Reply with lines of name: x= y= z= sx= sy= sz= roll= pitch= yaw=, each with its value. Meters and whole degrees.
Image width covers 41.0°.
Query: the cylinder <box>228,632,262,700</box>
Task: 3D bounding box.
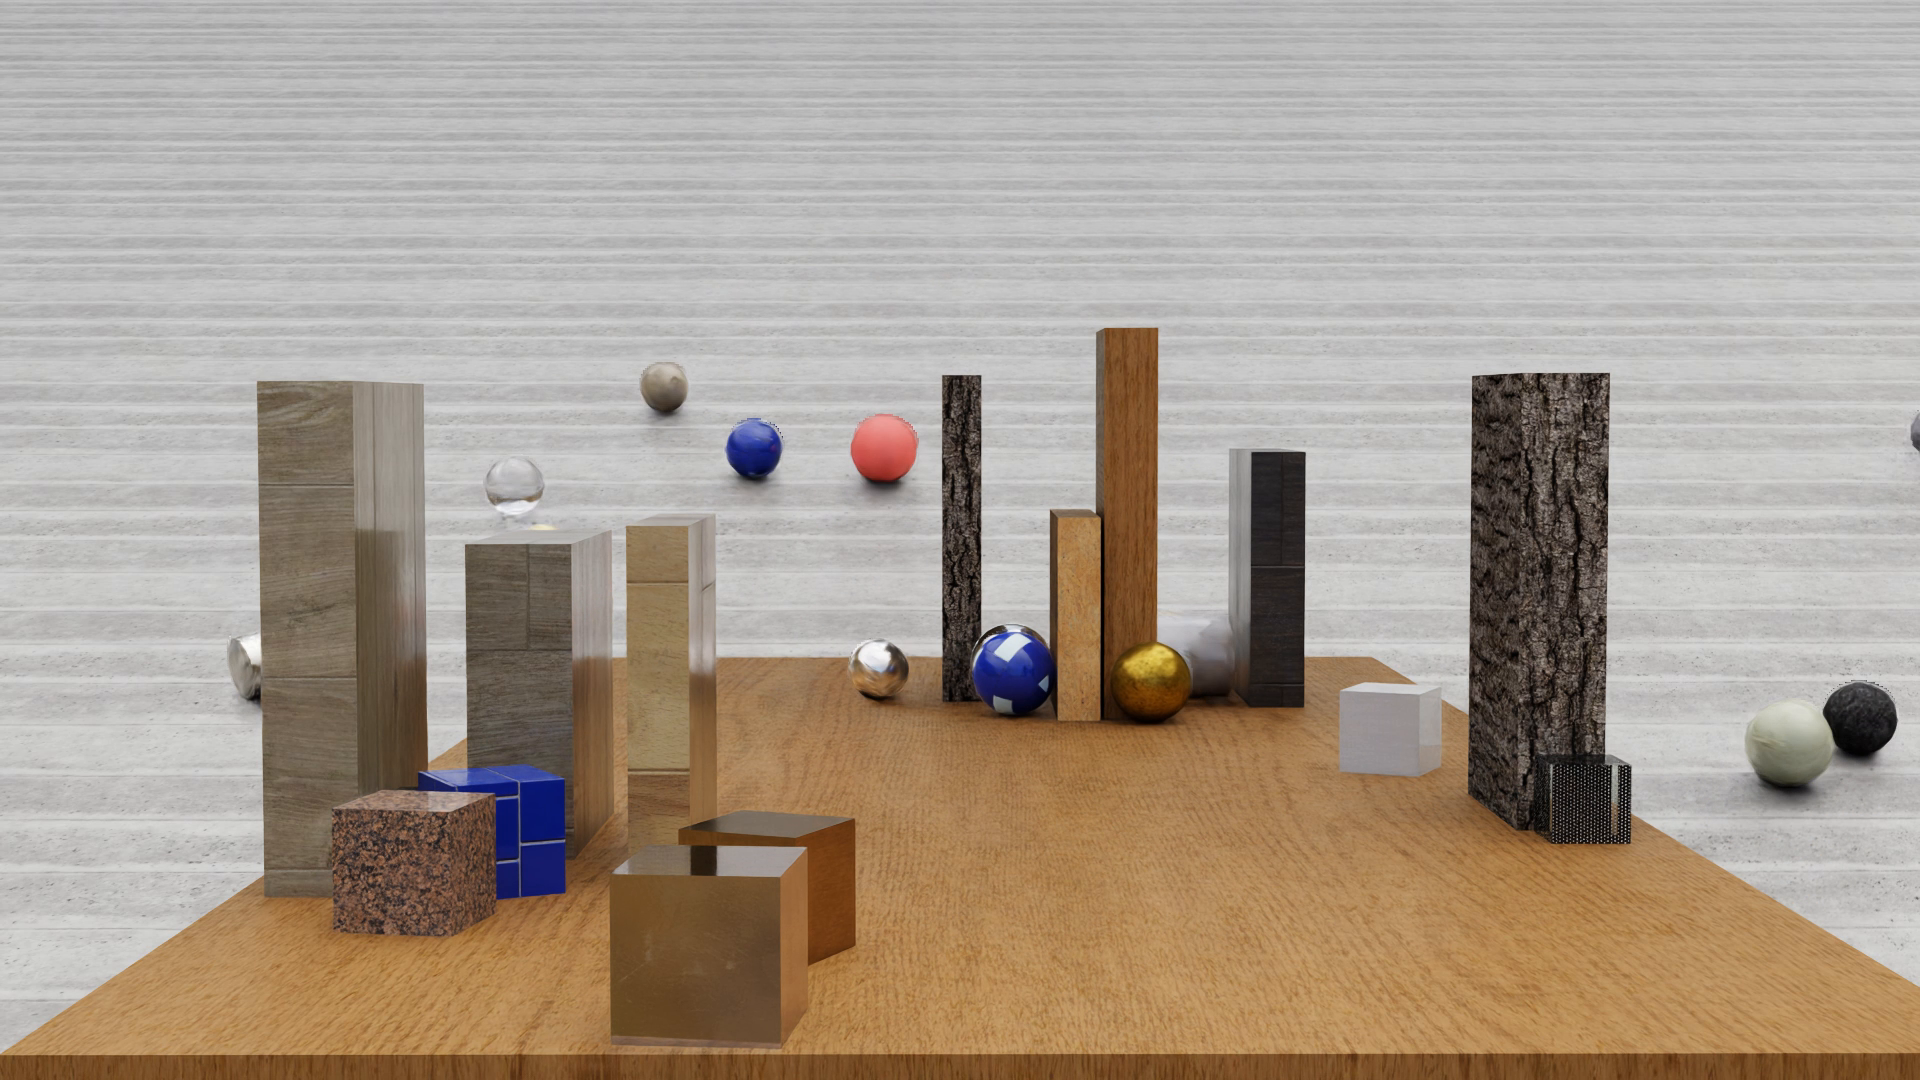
cylinder: x=-1.749 y=0.309 z=6.531 sx=0.162 sy=0.162 sz=0.162 roll=-16 pitch=26 yaw=-35

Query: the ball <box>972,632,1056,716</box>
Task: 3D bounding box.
ball: x=0.111 y=0.275 z=5.303 sx=0.173 sy=0.173 sz=0.173 roll=0 pitch=21 yaw=0

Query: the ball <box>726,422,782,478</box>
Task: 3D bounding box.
ball: x=-0.642 y=-0.282 z=8.015 sx=0.177 sy=0.177 sz=0.177 roll=0 pitch=21 yaw=0

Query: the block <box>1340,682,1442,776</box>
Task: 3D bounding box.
block: x=0.756 y=0.331 z=4.511 sx=0.142 sy=0.142 sz=0.142 roll=1 pitch=3 yaw=26

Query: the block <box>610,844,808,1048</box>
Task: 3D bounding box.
block: x=-0.255 y=0.415 z=2.642 sx=0.172 sy=0.172 sz=0.172 roll=0 pitch=3 yaw=6

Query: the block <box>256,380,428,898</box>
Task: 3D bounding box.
block: x=-0.843 y=0.118 z=3.545 sx=0.123 sy=0.670 sz=0.441 roll=0 pitch=3 yaw=0

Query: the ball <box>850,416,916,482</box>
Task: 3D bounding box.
ball: x=-0.236 y=-0.280 z=7.971 sx=0.205 sy=0.205 sz=0.205 roll=0 pitch=21 yaw=0

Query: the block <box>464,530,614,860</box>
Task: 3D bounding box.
block: x=-0.618 y=0.217 z=3.815 sx=0.149 sy=0.445 sz=0.422 roll=0 pitch=3 yaw=0

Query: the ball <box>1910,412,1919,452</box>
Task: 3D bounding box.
ball: x=3.114 y=-0.343 z=8.170 sx=0.177 sy=0.177 sz=0.177 roll=0 pitch=21 yaw=0

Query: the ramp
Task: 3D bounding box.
ramp: x=0.050 y=0.452 z=4.532 sx=2.000 sy=0.100 sz=4.000 roll=0 pitch=3 yaw=0

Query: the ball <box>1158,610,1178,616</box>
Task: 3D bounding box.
ball: x=0.462 y=0.243 z=5.996 sx=0.164 sy=0.164 sz=0.164 roll=0 pitch=21 yaw=0

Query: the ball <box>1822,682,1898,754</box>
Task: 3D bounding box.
ball: x=2.175 y=0.431 z=6.212 sx=0.172 sy=0.172 sz=0.172 roll=0 pitch=21 yaw=0

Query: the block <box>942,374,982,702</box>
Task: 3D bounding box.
block: x=0.004 y=-0.011 z=5.683 sx=0.085 sy=0.703 sz=0.320 roll=0 pitch=3 yaw=0

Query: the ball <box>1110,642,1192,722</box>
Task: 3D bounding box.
ball: x=0.384 y=0.286 z=5.173 sx=0.163 sy=0.163 sz=0.163 roll=0 pitch=21 yaw=0

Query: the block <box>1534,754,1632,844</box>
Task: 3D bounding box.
block: x=0.919 y=0.382 z=3.798 sx=0.115 sy=0.115 sz=0.115 roll=0 pitch=3 yaw=0

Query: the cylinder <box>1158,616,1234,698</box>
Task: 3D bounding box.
cylinder: x=0.491 y=0.256 z=5.614 sx=0.177 sy=0.177 sz=0.177 roll=0 pitch=21 yaw=-7

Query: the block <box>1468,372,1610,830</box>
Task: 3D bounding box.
block: x=0.901 y=0.084 z=4.025 sx=0.131 sy=0.686 sz=0.369 roll=0 pitch=3 yaw=0

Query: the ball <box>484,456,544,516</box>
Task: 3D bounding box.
ball: x=-1.337 y=-0.163 z=7.713 sx=0.176 sy=0.176 sz=0.176 roll=0 pitch=21 yaw=0

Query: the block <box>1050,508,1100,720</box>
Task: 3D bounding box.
block: x=0.240 y=0.149 z=5.418 sx=0.087 sy=0.412 sz=0.444 roll=0 pitch=3 yaw=0

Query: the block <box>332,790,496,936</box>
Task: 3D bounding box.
block: x=-0.672 y=0.397 z=3.177 sx=0.151 sy=0.151 sz=0.151 roll=1 pitch=3 yaw=11

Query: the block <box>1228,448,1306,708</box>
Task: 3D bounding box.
block: x=0.670 y=0.073 z=5.638 sx=0.115 sy=0.540 sz=0.439 roll=0 pitch=3 yaw=0

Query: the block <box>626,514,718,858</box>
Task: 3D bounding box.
block: x=-0.400 y=0.211 z=3.596 sx=0.082 sy=0.480 sz=0.385 roll=0 pitch=3 yaw=0

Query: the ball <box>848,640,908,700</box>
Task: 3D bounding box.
ball: x=-0.176 y=0.282 z=5.575 sx=0.130 sy=0.130 sz=0.130 roll=0 pitch=21 yaw=0

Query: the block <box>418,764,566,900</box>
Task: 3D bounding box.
block: x=-0.620 y=0.386 z=3.397 sx=0.151 sy=0.151 sz=0.151 roll=-2 pitch=3 yaw=-28

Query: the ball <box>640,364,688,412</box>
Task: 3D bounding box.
ball: x=-0.990 y=-0.511 z=8.616 sx=0.161 sy=0.161 sz=0.161 roll=0 pitch=21 yaw=0

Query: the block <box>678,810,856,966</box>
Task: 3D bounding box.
block: x=-0.224 y=0.406 z=2.999 sx=0.152 sy=0.152 sz=0.152 roll=1 pitch=3 yaw=24

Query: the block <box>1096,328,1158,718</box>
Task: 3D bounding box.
block: x=0.348 y=-0.042 z=5.404 sx=0.108 sy=0.795 sz=0.332 roll=0 pitch=3 yaw=0

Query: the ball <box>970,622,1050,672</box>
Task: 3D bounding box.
ball: x=0.109 y=0.264 z=5.476 sx=0.175 sy=0.175 sz=0.175 roll=0 pitch=21 yaw=0

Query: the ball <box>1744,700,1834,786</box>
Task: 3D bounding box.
ball: x=1.950 y=0.479 z=6.048 sx=0.203 sy=0.203 sz=0.203 roll=0 pitch=21 yaw=0

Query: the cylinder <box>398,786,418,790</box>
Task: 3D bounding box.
cylinder: x=-0.720 y=0.398 z=3.558 sx=0.111 sy=0.111 sz=0.111 roll=0 pitch=21 yaw=2

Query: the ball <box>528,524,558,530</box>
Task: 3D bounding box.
ball: x=-1.178 y=0.030 z=7.257 sx=0.151 sy=0.151 sz=0.151 roll=0 pitch=21 yaw=0
